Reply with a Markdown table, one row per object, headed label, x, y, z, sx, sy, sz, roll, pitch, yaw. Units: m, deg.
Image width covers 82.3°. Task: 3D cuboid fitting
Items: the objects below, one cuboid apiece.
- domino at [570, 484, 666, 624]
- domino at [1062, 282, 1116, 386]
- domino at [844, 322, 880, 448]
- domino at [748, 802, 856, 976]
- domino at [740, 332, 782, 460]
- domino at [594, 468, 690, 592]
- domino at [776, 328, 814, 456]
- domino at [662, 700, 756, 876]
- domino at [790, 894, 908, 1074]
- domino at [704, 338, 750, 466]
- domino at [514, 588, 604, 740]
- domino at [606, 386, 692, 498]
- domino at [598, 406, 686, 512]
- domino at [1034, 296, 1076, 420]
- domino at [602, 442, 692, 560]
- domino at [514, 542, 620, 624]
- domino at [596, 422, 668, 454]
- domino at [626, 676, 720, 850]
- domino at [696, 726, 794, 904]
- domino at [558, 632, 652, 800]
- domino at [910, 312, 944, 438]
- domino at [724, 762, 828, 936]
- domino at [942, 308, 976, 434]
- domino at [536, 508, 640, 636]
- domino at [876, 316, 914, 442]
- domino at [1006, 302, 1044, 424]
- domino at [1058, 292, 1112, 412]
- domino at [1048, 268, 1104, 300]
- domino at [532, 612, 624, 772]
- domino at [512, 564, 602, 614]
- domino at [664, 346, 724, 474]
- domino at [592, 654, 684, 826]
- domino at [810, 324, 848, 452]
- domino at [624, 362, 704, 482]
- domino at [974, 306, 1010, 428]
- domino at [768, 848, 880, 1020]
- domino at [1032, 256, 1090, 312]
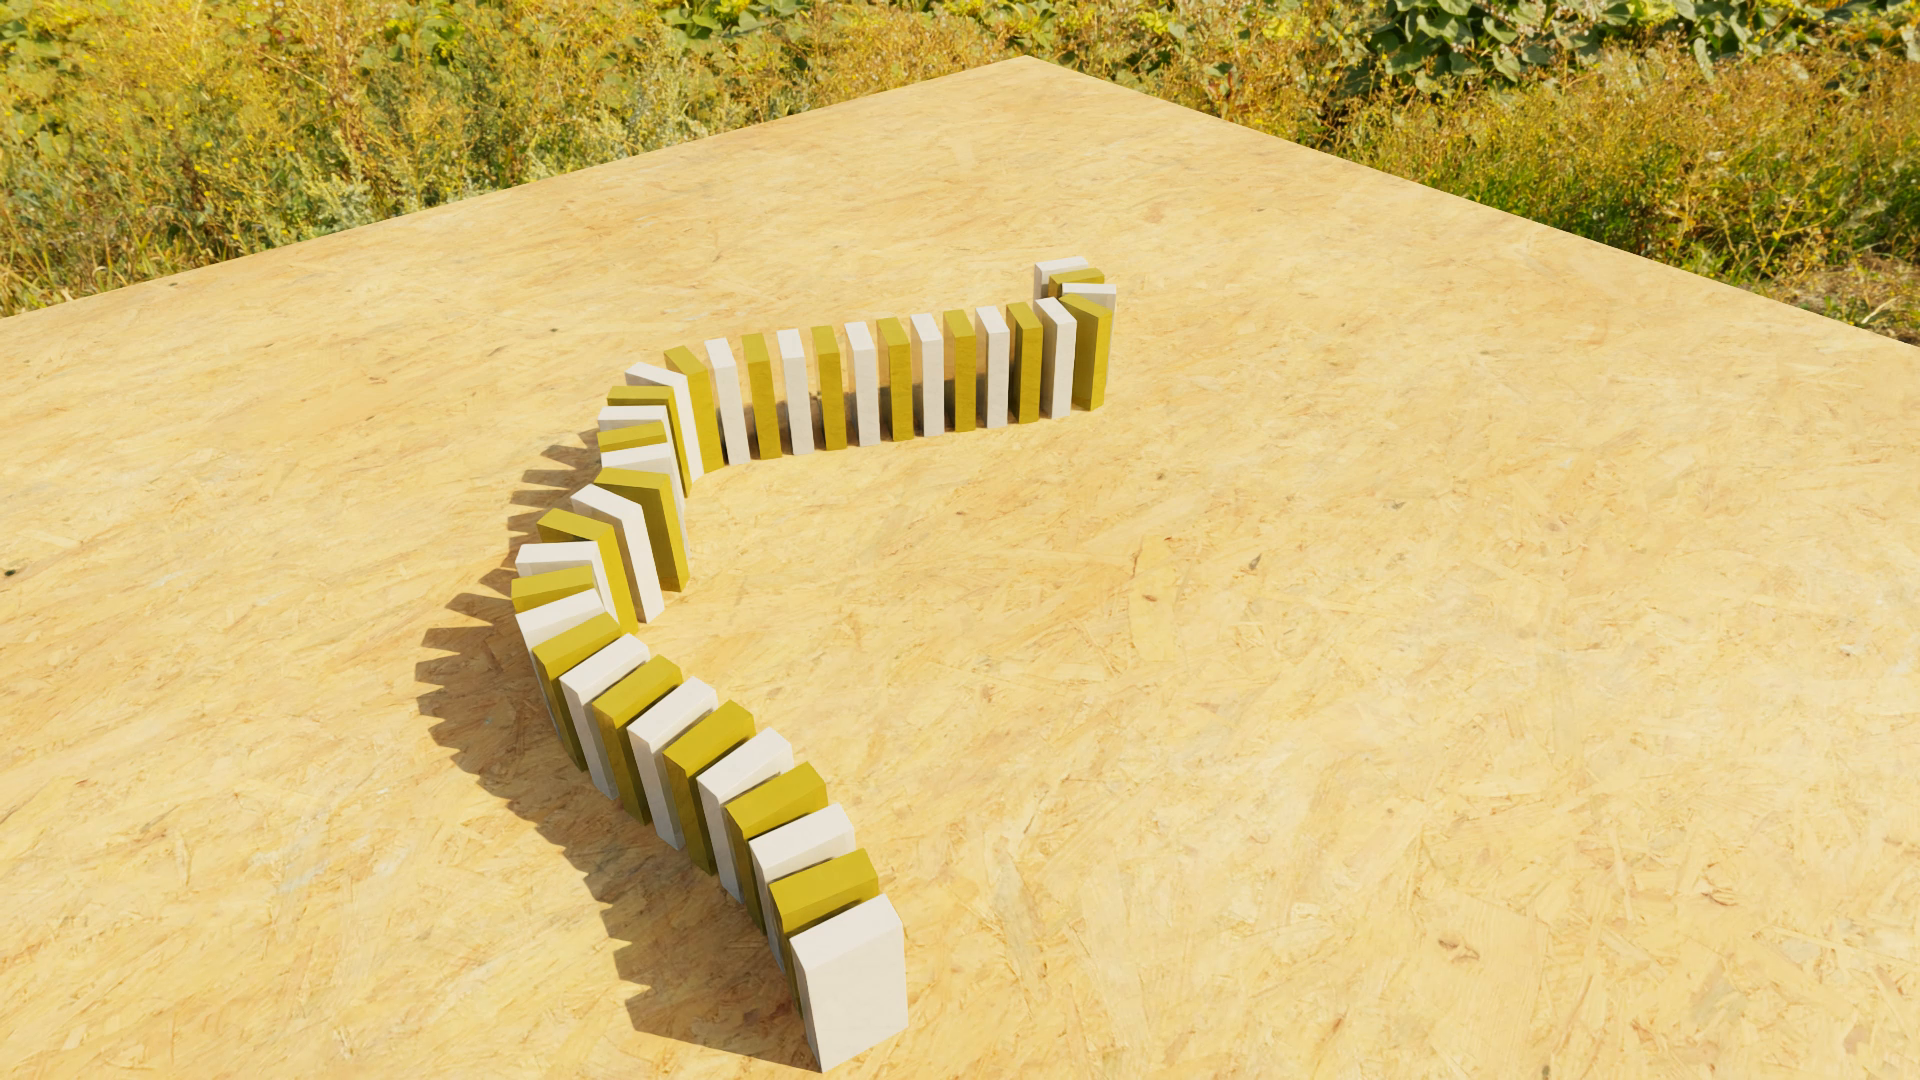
| label | x | y | z | sx | sy | sz | roll | pitch | yaw |
| --- | --- | --- | --- | --- | --- | --- | --- | --- | --- |
| domino | -0.125 | 0.006 | 0.405 | 0.025 | 0.050 | 0.010 | 21 | 44 | 24 |
| domino | 0.061 | -0.099 | 0.532 | 0.025 | 0.050 | 0.009 | 2 | 39 | 3 |
| domino | -0.044 | -0.070 | 0.497 | 0.010 | 0.050 | 0.025 | -9 | 40 | -11 |
| domino | -0.040 | 0.094 | 0.296 | 0.025 | 0.050 | 0.009 | -20 | 43 | -23 |
| domino | -0.088 | -0.063 | 0.489 | 0.010 | 0.050 | 0.025 | -10 | 40 | -12 |
| domino | -0.119 | -0.003 | 0.415 | 0.025 | 0.050 | 0.009 | 6 | 40 | 7 |
| domino | -0.074 | -0.066 | 0.492 | 0.010 | 0.050 | 0.025 | -9 | 40 | -10 |
| domino | -0.070 | 0.073 | 0.322 | 0.009 | 0.050 | 0.025 | 27 | 46 | 29 |
| domino | -0.027 | 0.112 | 0.275 | 0.025 | 0.050 | 0.009 | -20 | 43 | -22 |
| domino | -0.103 | -0.061 | 0.486 | 0.009 | 0.050 | 0.025 | -13 | 41 | -15 |
| domino | -0.126 | 0.041 | 0.361 | 0.025 | 0.050 | 0.009 | -20 | 44 | -23 |
| domino | -0.129 | -0.040 | 0.461 | 0.025 | 0.050 | 0.009 | 1 | 39 | 1 |
| domino | -0.129 | -0.031 | 0.449 | 0.025 | 0.050 | 0.009 | -1 | 39 | -1 |
| domino | 0.043 | -0.085 | 0.515 | 0.009 | 0.050 | 0.025 | -14 | 41 | -16 |
| domino | -0.121 | -0.013 | 0.427 | 0.025 | 0.050 | 0.009 | -11 | 41 | -13 |
| domino | -0.135 | 0.023 | 0.383 | 0.025 | 0.050 | 0.010 | -3 | 39 | -3 |
| domino | -0.126 | -0.022 | 0.438 | 0.025 | 0.050 | 0.009 | -12 | 41 | -15 |
| domino | -0.082 | 0.067 | 0.329 | 0.009 | 0.050 | 0.025 | 25 | 46 | 28 |
| domino | -0.059 | 0.079 | 0.315 | 0.010 | 0.050 | 0.025 | 31 | 48 | 32 |
| domino | -0.106 | 0.056 | 0.343 | 0.009 | 0.050 | 0.025 | 28 | 47 | 30 |
| domino | -0.015 | -0.075 | 0.503 | 0.009 | 0.050 | 0.025 | -9 | 40 | -11 |
| domino | -0.049 | 0.086 | 0.306 | 0.025 | 0.050 | 0.009 | -25 | 46 | -28 |
| domino | 0.000 | -0.077 | 0.506 | 0.009 | 0.050 | 0.025 | -8 | 40 | -10 |
| domino | -0.133 | 0.014 | 0.395 | 0.025 | 0.050 | 0.010 | 15 | 42 | 18 |
| domino | -0.030 | -0.073 | 0.500 | 0.010 | 0.050 | 0.025 | -10 | 40 | -13 |
| domino | 0.029 | -0.082 | 0.512 | 0.010 | 0.050 | 0.025 | -10 | 40 | -12 |
| domino | 0.057 | -0.088 | 0.519 | 0.010 | 0.050 | 0.025 | -31 | 48 | -32 |
| domino | 0.056 | -0.108 | 0.543 | 0.025 | 0.050 | 0.009 | -14 | 41 | -16 |
| domino | -0.117 | 0.049 | 0.352 | 0.025 | 0.050 | 0.009 | -29 | 47 | -31 |
| domino | -0.132 | 0.033 | 0.372 | 0.025 | 0.050 | 0.009 | -11 | 41 | -13 |
| domino | -0.116 | -0.057 | 0.481 | 0.010 | 0.050 | 0.025 | -23 | 45 | -26 |
| domino | -0.094 | 0.062 | 0.336 | 0.010 | 0.050 | 0.025 | 26 | 46 | 28 |
| domino | -0.059 | -0.068 | 0.494 | 0.010 | 0.050 | 0.025 | -8 | 40 | -10 |
| domino | -0.127 | -0.050 | 0.472 | 0.025 | 0.050 | 0.010 | 18 | 43 | 21 |
| domino | 0.014 | -0.080 | 0.509 | 0.009 | 0.050 | 0.025 | -9 | 40 | -10 |
| domino | -0.033 | 0.103 | 0.286 | 0.025 | 0.050 | 0.009 | -17 | 42 | -19 |
| domino | 0.050 | -0.116 | 0.553 | 0.025 | 0.050 | 0.009 | -12 | 41 | -15 |
